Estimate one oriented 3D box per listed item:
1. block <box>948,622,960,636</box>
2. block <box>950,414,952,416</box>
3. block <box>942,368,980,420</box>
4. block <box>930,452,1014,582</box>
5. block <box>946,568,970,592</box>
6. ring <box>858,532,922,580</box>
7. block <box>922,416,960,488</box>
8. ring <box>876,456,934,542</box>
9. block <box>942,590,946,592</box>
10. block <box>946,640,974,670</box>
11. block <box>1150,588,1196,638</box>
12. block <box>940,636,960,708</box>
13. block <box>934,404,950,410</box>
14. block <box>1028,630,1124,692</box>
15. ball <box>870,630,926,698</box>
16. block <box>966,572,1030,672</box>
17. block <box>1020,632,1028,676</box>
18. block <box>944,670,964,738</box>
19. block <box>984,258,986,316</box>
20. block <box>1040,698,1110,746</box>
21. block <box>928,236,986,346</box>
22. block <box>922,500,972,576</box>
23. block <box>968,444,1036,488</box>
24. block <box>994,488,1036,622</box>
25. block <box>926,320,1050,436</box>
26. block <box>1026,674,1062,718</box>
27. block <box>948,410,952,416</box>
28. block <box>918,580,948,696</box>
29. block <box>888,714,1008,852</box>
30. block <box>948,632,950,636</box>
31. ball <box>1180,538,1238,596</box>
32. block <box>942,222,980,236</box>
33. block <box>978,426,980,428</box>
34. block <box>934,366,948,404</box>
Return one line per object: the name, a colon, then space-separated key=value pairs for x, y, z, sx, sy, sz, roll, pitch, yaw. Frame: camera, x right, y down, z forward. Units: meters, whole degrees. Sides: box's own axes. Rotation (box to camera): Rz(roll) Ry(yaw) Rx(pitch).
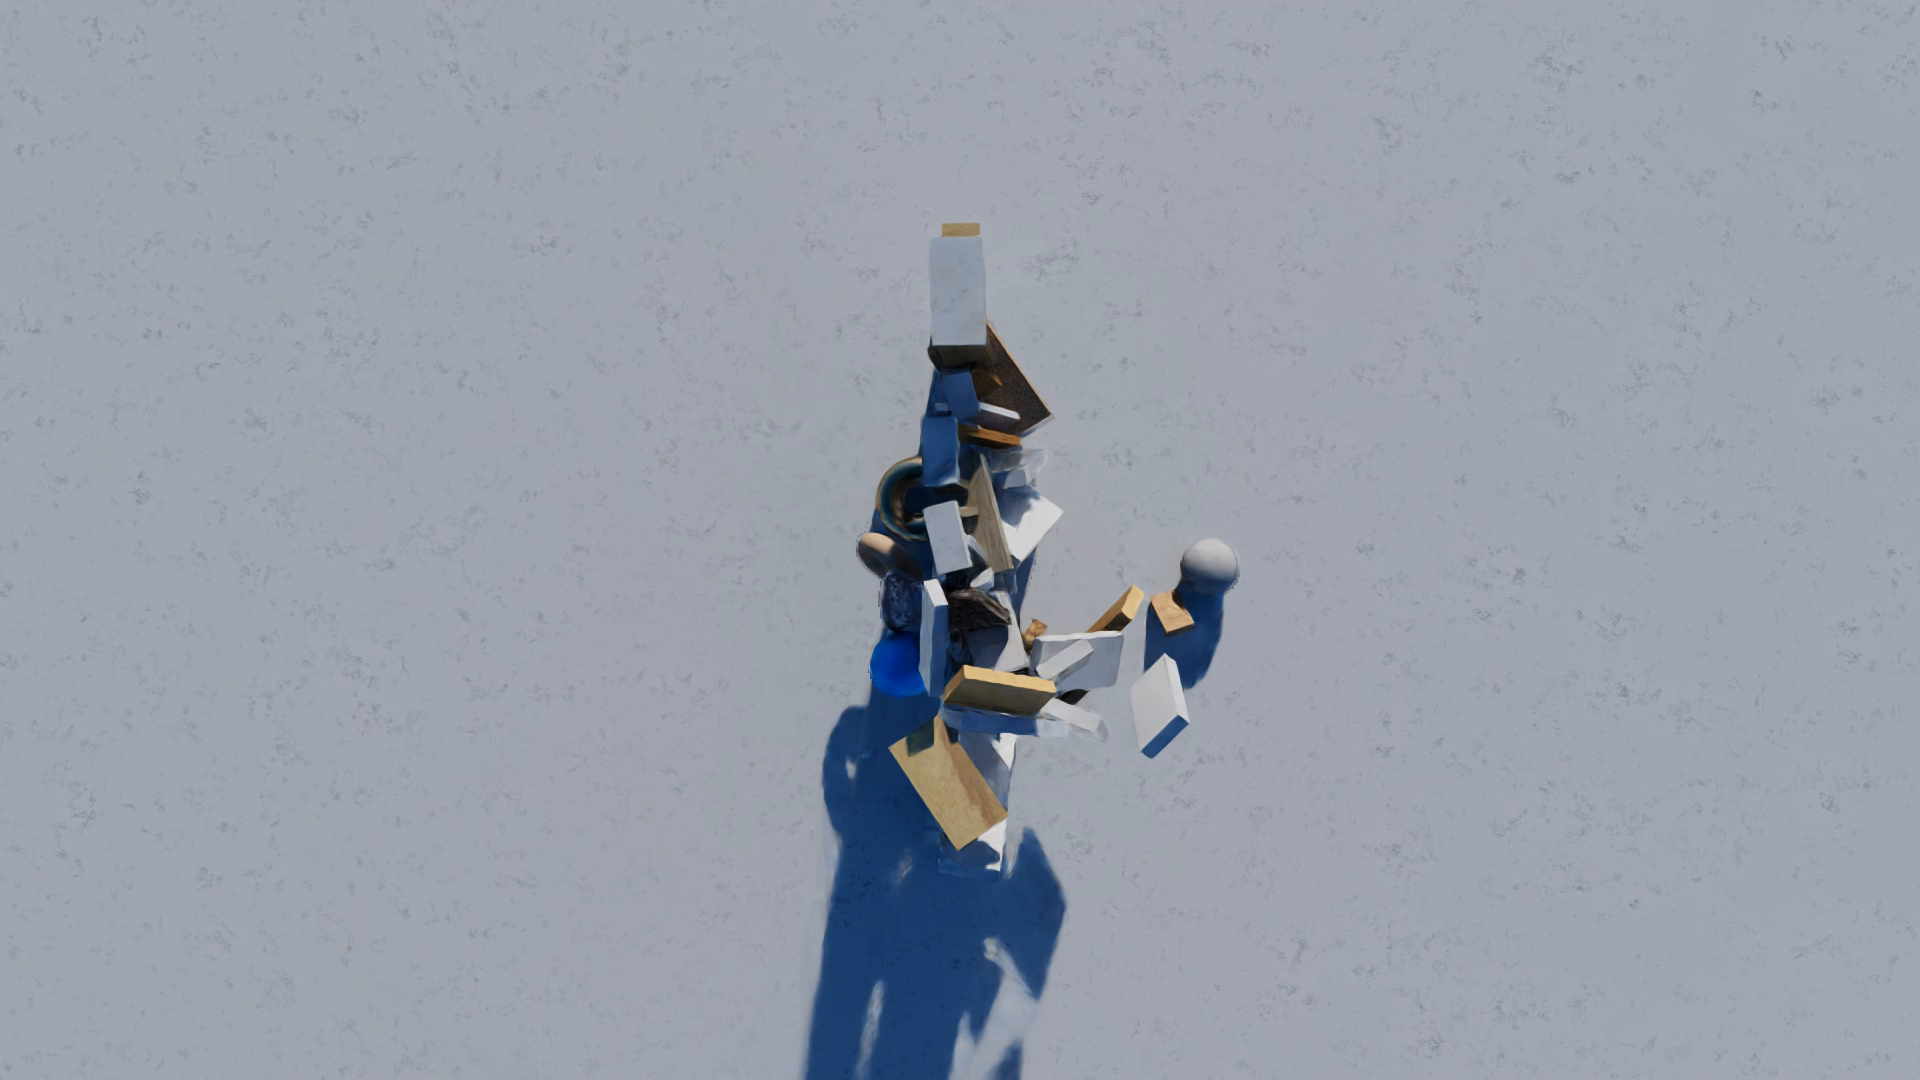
block: x=-0.006 y=0.271 z=5.372 sx=0.070 sy=0.020 sz=0.140 roll=-14 pitch=131 yaw=-3
block: x=0.008 y=-0.344 z=5.170 sx=0.057 sy=0.016 sz=0.113 roll=-12 pitch=91 yaw=-5
block: x=0.003 y=-0.365 z=4.122 sx=0.070 sy=0.020 sz=0.140 roll=-10 pitch=133 yaw=7
block: x=0.023 y=-0.054 z=4.242 sx=0.154 sy=0.044 sz=0.309 roll=-16 pitch=85 yaw=17
block: x=-0.008 y=0.084 z=4.127 sx=0.056 sy=0.016 sz=0.113 roll=2 pitch=102 yaw=31
ring: x=-0.221 y=0.066 z=5.156 sx=0.232 sy=0.232 sz=0.077 roll=37 pitch=72 yaw=0
block: x=-0.047 y=-0.217 z=4.063 sx=0.084 sy=0.024 sz=0.167 roll=-5 pitch=79 yaw=15
ring: x=-0.137 y=-0.134 z=5.454 sx=0.285 sy=0.095 sz=0.285 roll=0 pitch=89 yaw=1
block: x=0.002 y=0.221 z=5.394 sx=0.109 sy=0.219 sz=0.031 roll=-9 pitch=62 yaw=-2
block: x=0.092 y=0.431 z=5.352 sx=0.142 sy=0.040 sz=0.283 roll=-37 pitch=106 yaw=-8
block: x=0.698 y=0.239 z=5.416 sx=0.095 sy=0.190 sz=0.027 roll=-19 pitch=127 yaw=0
block: x=0.013 y=0.455 z=5.422 sx=0.142 sy=0.040 sz=0.283 roll=-2 pitch=108 yaw=-15
block: x=-0.002 y=-0.448 z=5.115 sx=0.153 sy=0.431 sz=0.043 roll=0 pitch=88 yaw=0
block: x=0.333 y=0.350 z=4.746 sx=0.311 sy=0.044 sz=0.155 roll=-2 pitch=107 yaw=-37
ball: x=-0.170 y=0.380 z=5.028 sx=0.205 sy=0.205 sz=0.205 roll=0 pitch=90 yaw=0
block: x=0.080 y=0.222 z=4.307 sx=0.132 sy=0.037 sz=0.264 roll=-19 pitch=72 yaw=10
block: x=0.118 y=0.307 z=4.985 sx=0.139 sy=0.039 sz=0.277 roll=-21 pitch=121 yaw=-6
block: x=0.022 y=0.568 z=5.417 sx=0.142 sy=0.040 sz=0.284 roll=5 pitch=106 yaw=-17
block: x=0.001 y=-0.640 z=4.559 sx=0.138 sy=0.039 sz=0.276 roll=0 pitch=89 yaw=0
block: x=0.308 y=0.483 z=4.403 sx=0.155 sy=0.310 sz=0.044 roll=22 pitch=81 yaw=14
block: x=-0.006 y=-0.586 z=3.888 sx=0.126 sy=0.036 sz=0.252 roll=-2 pitch=95 yaw=1
block: x=-0.031 y=-0.006 z=4.043 sx=0.084 sy=0.024 sz=0.168 roll=-15 pitch=86 yaw=18
block: x=0.128 y=-0.231 z=4.957 sx=0.138 sy=0.276 sz=0.039 roll=-31 pitch=47 yaw=-5
block: x=0.115 y=0.038 z=4.561 sx=0.178 sy=0.050 sz=0.356 roll=14 pitch=90 yaw=3
block: x=0.076 y=-0.407 z=4.247 sx=0.169 sy=0.048 sz=0.338 roll=-31 pitch=126 yaw=11
block: x=0.247 y=0.465 z=5.137 sx=0.108 sy=0.031 sz=0.216 roll=-32 pitch=110 yaw=-17
block: x=0.001 y=-0.388 z=5.340 sx=0.074 sy=0.021 sz=0.149 roll=1 pitch=89 yaw=0
block: x=-0.064 y=0.238 z=4.006 sx=0.036 sy=0.126 sz=0.253 roll=-3 pitch=118 yaw=-13
block: x=-0.028 y=0.599 z=4.075 sx=0.152 sy=0.043 sz=0.304 roll=-34 pitch=77 yaw=-7
block: x=0.000 y=0.361 z=5.457 sx=0.070 sy=0.020 sz=0.139 roll=-6 pitch=116 yaw=-7
ball: x=0.817 y=0.087 z=5.405 sx=0.189 sy=0.189 sz=0.189 roll=0 pitch=90 yaw=0
block: x=0.004 y=-0.726 z=4.322 sx=0.102 sy=0.029 sz=0.203 roll=-1 pitch=89 yaw=0
block: x=0.093 y=-0.332 z=4.713 sx=0.081 sy=0.163 sz=0.023 roll=-22 pitch=108 yaw=31
block: x=-0.003 y=-0.558 z=4.876 sx=0.153 sy=0.043 sz=0.306 roll=-2 pitch=90 yaw=0
